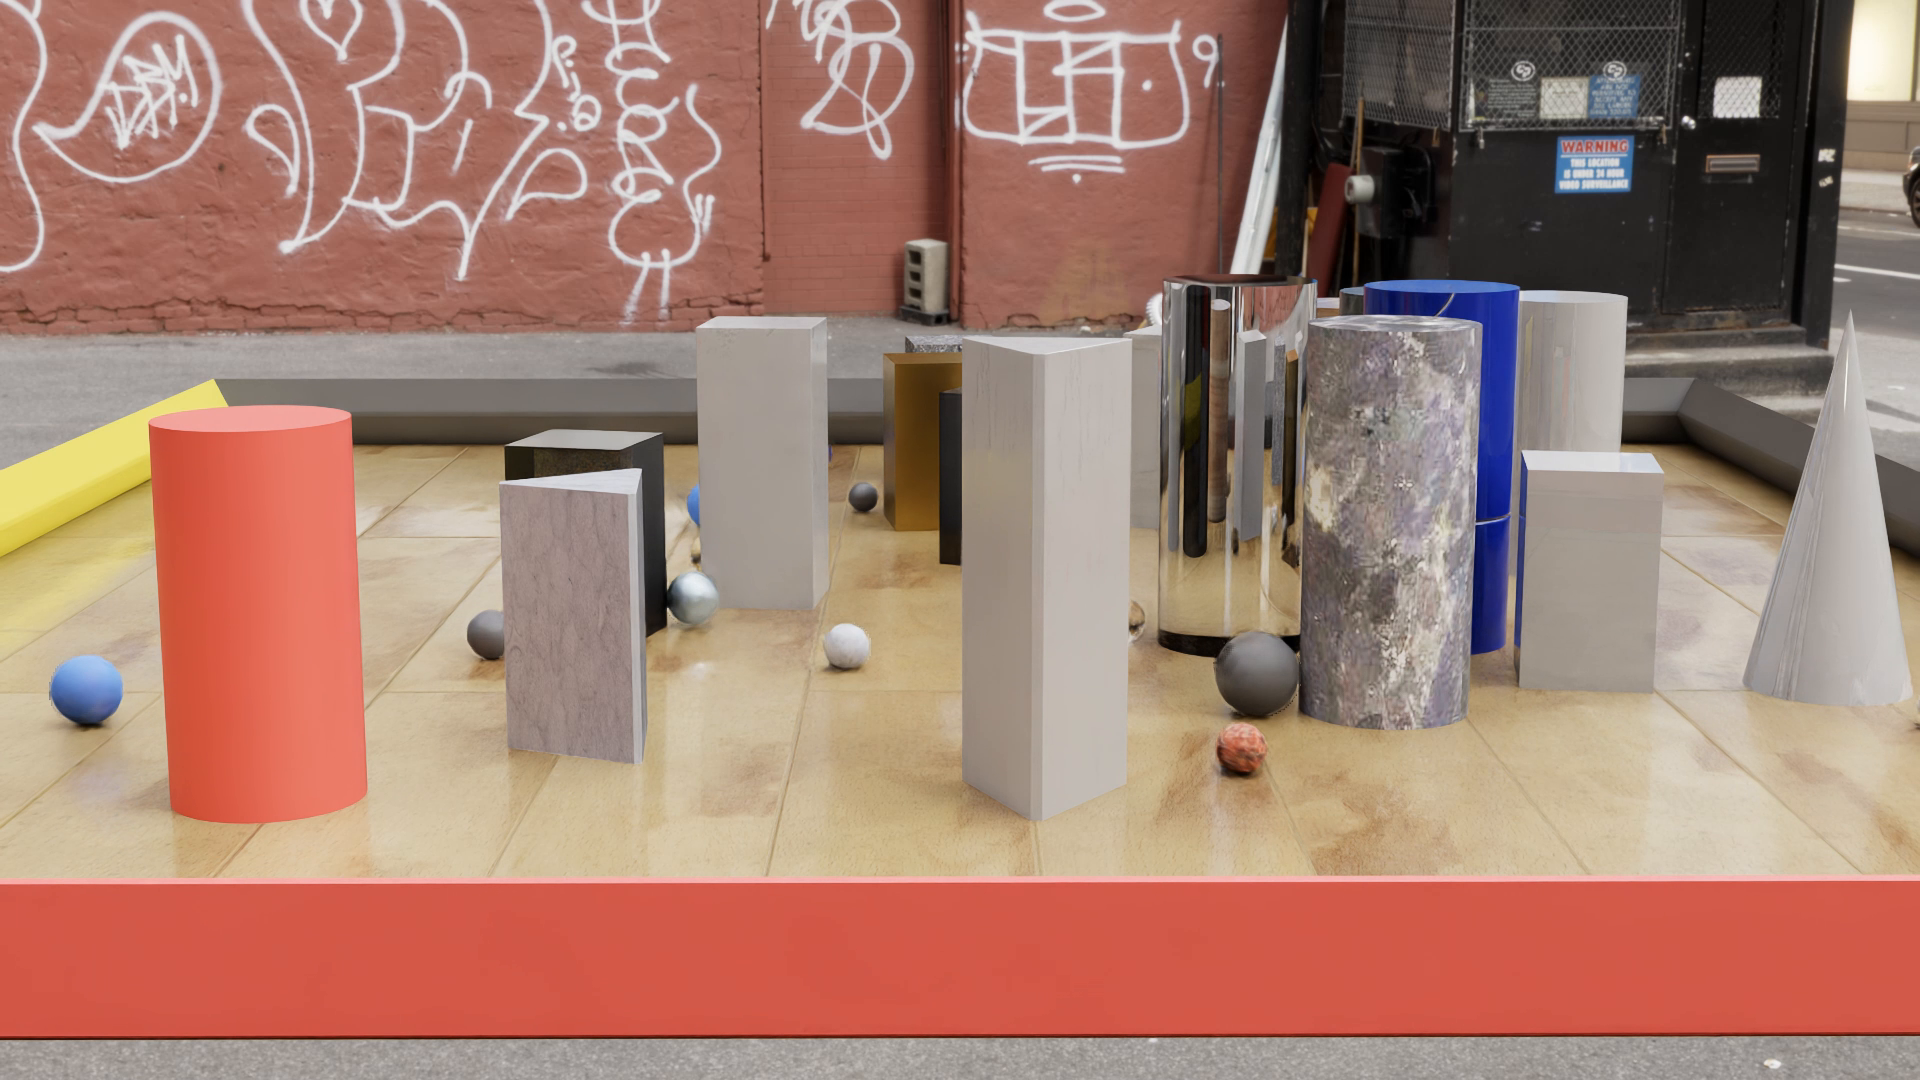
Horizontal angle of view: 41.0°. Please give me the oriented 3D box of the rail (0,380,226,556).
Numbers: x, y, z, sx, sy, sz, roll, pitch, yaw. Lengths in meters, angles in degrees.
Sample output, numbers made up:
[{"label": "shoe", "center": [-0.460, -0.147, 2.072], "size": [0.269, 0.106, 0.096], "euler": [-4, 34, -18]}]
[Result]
[{"label": "rail", "center": [-1.410, 0.034, 3.441], "size": [0.045, 0.125, 3.092], "euler": [0, 11, 0]}]

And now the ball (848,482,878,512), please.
[{"label": "ball", "center": [-0.159, -0.071, 4.216], "size": [0.049, 0.049, 0.049], "euler": [0, 11, 0]}]

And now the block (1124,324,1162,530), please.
[{"label": "block", "center": [0.358, -0.180, 4.097], "size": [0.154, 0.308, 0.154], "euler": [5, 12, 24]}]

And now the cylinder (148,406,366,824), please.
[{"label": "cylinder", "center": [-0.695, 0.069, 2.548], "size": [0.192, 0.383, 0.192], "euler": [0, 11, 0]}]

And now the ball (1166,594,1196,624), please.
[{"label": "ball", "center": [0.291, 0.090, 3.375], "size": [0.040, 0.040, 0.040], "euler": [0, 11, 0]}]

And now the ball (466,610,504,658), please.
[{"label": "ball", "center": [-0.581, 0.116, 3.179], "size": [0.060, 0.060, 0.060], "euler": [0, 11, 0]}]

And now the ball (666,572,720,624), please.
[{"label": "ball", "center": [-0.350, 0.076, 3.356], "size": [0.069, 0.069, 0.069], "euler": [0, 11, 0]}]

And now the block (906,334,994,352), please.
[{"label": "block", "center": [-0.013, -0.233, 4.552], "size": [0.154, 0.245, 0.154], "euler": [-1, 11, -7]}]

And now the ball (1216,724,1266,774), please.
[{"label": "ball", "center": [0.292, 0.216, 2.663], "size": [0.052, 0.052, 0.052], "euler": [0, 11, 0]}]

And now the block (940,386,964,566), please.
[{"label": "block", "center": [0.072, -0.097, 3.795], "size": [0.154, 0.254, 0.154], "euler": [5, 12, 24]}]

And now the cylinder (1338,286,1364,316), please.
[{"label": "cylinder", "center": [0.662, -0.178, 3.858], "size": [0.192, 0.391, 0.192], "euler": [0, 11, 0]}]

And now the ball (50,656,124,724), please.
[{"label": "ball", "center": [-0.973, 0.167, 2.861], "size": [0.077, 0.077, 0.077], "euler": [0, 11, 0]}]

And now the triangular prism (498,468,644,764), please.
[{"label": "triangular prism", "center": [-0.383, 0.075, 2.774], "size": [0.166, 0.289, 0.144], "euler": [5, 12, 25]}]

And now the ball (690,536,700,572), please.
[{"label": "ball", "center": [-0.350, 0.022, 3.659], "size": [0.071, 0.071, 0.071], "euler": [0, 11, 0]}]

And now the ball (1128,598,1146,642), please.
[{"label": "ball", "center": [0.207, 0.102, 3.259], "size": [0.058, 0.058, 0.058], "euler": [0, 11, 0]}]

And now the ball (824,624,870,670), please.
[{"label": "ball", "center": [-0.138, 0.129, 3.122], "size": [0.055, 0.055, 0.055], "euler": [0, 11, 0]}]

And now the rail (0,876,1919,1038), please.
[{"label": "rail", "center": [0.009, 0.310, 1.952], "size": [2.867, 0.125, 0.045], "euler": [0, 11, 0]}]

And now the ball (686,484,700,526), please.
[{"label": "ball", "center": [-0.393, -0.056, 4.055], "size": [0.078, 0.078, 0.078], "euler": [0, 11, 0]}]

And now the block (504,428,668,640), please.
[{"label": "block", "center": [-0.477, -0.003, 3.287], "size": [0.154, 0.255, 0.154], "euler": [3, 11, 14]}]

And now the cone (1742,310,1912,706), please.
[{"label": "cone", "center": [1.026, -0.047, 2.997], "size": [0.192, 0.448, 0.192], "euler": [0, 11, 0]}]

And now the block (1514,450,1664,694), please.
[{"label": "block", "center": [0.748, 0.035, 3.065], "size": [0.154, 0.261, 0.154], "euler": [2, 11, 9]}]

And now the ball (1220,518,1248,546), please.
[{"label": "ball", "center": [0.418, -0.012, 3.919], "size": [0.042, 0.042, 0.042], "euler": [0, 11, 0]}]

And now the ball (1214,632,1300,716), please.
[{"label": "ball", "center": [0.336, 0.150, 2.901], "size": [0.095, 0.095, 0.095], "euler": [0, 11, 0]}]

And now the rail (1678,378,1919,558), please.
[{"label": "rail", "center": [1.410, 0.031, 3.457], "size": [0.045, 0.125, 3.092], "euler": [0, 11, 0]}]

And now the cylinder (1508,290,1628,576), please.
[{"label": "cylinder", "center": [0.861, -0.156, 3.724], "size": [0.192, 0.396, 0.192], "euler": [0, 11, 0]}]

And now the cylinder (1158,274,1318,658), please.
[{"label": "cylinder", "center": [0.348, -0.097, 3.230], "size": [0.192, 0.460, 0.192], "euler": [0, 11, 0]}]

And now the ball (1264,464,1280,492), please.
[{"label": "ball", "center": [0.547, -0.106, 4.402], "size": [0.049, 0.049, 0.049], "euler": [0, 11, 0]}]

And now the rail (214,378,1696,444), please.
[{"label": "rail", "center": [-0.009, -0.246, 4.946], "size": [2.867, 0.125, 0.045], "euler": [0, 11, 0]}]

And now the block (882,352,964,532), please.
[{"label": "block", "center": [-0.037, -0.159, 4.102], "size": [0.154, 0.265, 0.154], "euler": [-2, 11, -8]}]

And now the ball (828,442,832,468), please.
[{"label": "ball", "center": [-0.273, -0.151, 4.517], "size": [0.096, 0.096, 0.096], "euler": [0, 11, 0]}]

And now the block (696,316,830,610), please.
[{"label": "block", "center": [-0.267, -0.108, 3.508], "size": [0.154, 0.380, 0.154], "euler": [1, 11, 5]}]

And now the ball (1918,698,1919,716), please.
[{"label": "ball", "center": [1.085, 0.184, 2.833], "size": [0.053, 0.053, 0.053], "euler": [0, 11, 0]}]

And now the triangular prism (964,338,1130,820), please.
[{"label": "triangular prism", "center": [0.063, 0.029, 2.563], "size": [0.144, 0.456, 0.166], "euler": [7, 13, 34]}]

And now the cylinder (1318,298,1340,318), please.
[{"label": "cylinder", "center": [0.623, -0.218, 4.206], "size": [0.192, 0.341, 0.192], "euler": [0, 11, 0]}]

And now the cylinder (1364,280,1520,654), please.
[{"label": "cylinder", "center": [0.601, -0.095, 3.245], "size": [0.192, 0.452, 0.192], "euler": [0, 11, 0]}]

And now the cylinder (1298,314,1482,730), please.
[{"label": "cylinder", "center": [0.483, -0.024, 2.892], "size": [0.192, 0.441, 0.192], "euler": [0, 11, 0]}]
